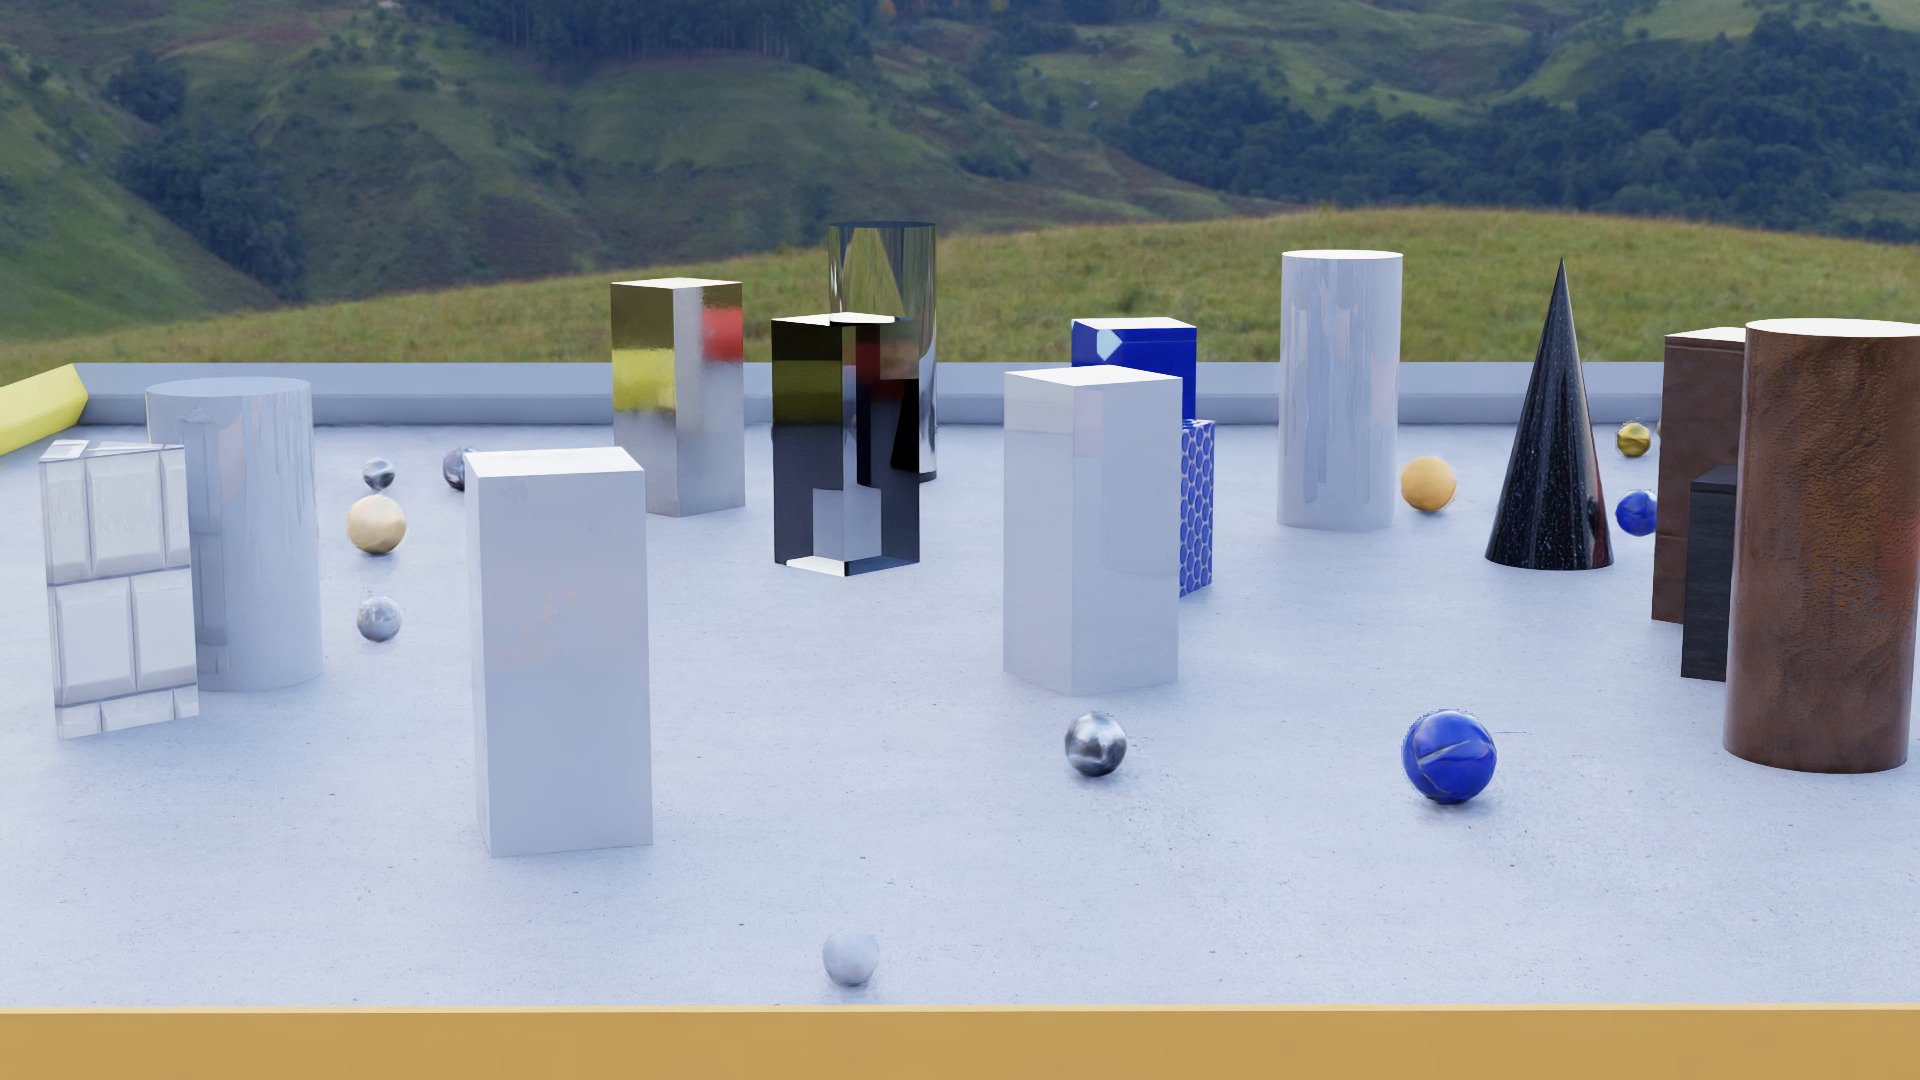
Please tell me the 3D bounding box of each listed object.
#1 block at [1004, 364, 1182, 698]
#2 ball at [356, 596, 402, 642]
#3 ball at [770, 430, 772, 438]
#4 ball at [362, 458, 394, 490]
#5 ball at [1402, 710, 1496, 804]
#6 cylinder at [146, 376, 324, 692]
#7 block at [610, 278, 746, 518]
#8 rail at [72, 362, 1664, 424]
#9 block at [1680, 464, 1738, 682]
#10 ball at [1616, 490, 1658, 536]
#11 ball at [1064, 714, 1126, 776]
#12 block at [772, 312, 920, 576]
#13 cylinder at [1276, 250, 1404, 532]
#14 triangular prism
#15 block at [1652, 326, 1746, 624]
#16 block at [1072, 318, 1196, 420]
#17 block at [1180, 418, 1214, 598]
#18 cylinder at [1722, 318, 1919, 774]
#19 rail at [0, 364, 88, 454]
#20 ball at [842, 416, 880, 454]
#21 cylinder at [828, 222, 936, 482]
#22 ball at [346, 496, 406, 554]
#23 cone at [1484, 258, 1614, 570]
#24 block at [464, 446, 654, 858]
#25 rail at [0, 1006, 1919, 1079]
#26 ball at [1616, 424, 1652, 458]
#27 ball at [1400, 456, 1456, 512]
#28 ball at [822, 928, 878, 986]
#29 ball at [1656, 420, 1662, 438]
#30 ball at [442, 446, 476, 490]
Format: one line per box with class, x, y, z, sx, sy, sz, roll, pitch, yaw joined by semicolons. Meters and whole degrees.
block;0.156;-0.015;3.049;0.151;0.364;0.151;-6;12;-30
ball;-0.738;0.101;3.261;0.058;0.058;0.058;0;11;0
ball;-0.303;-0.195;4.748;0.094;0.094;0.094;0;11;0
ball;-1.002;-0.113;4.420;0.053;0.053;0.053;0;11;0
ball;0.487;0.216;2.551;0.092;0.092;0.092;0;11;0
cylinder;-0.865;-0.011;3.067;0.189;0.348;0.189;0;11;0
block;-0.463;-0.237;4.220;0.151;0.371;0.151;9;14;41
rail;-0.010;-0.296;5.204;3.587;0.123;0.045;0;11;0
block;0.967;0.042;3.085;0.151;0.238;0.151;6;12;28
ball;0.989;-0.039;3.734;0.068;0.068;0.068;0;11;0
ball;0.140;0.212;2.648;0.065;0.065;0.065;0;11;0
block;-0.166;-0.143;3.747;0.151;0.359;0.151;10;15;44
cylinder;0.603;-0.241;4.088;0.189;0.427;0.189;0;11;0
triangular prism;-0.969;0.047;2.873;0.164;0.306;0.142;-10;14;-42
block;1.022;-0.081;3.364;0.151;0.377;0.151;10;15;44
block;0.259;-0.156;3.865;0.151;0.342;0.151;-2;11;-12
block;0.255;-0.047;3.582;0.151;0.231;0.151;5;12;27
cylinder;0.916;0.002;2.709;0.189;0.454;0.189;0;11;0
rail;-1.770;0.033;3.439;0.045;0.123;3.617;0;11;0
ball;-0.186;-0.196;4.818;0.071;0.071;0.071;0;11;0
cylinder;-0.136;-0.331;4.519;0.189;0.446;0.189;0;11;0
ball;-0.873;-0.023;3.839;0.089;0.089;0.089;0;11;0
cone;0.876;-0.194;3.772;0.189;0.451;0.189;0;11;0
block;-0.382;0.102;2.438;0.151;0.357;0.151;-3;11;-15
rail;0.010;0.359;1.695;3.587;0.123;0.045;0;11;0
ball;1.255;-0.186;4.780;0.064;0.064;0.064;0;11;0
ball;0.767;-0.092;4.205;0.091;0.091;0.091;0;11;0
ball;-0.087;0.333;2.050;0.045;0.045;0.045;0;11;0
ball;1.377;-0.216;4.986;0.047;0.047;0.047;0;11;0
ball;-0.853;-0.123;4.414;0.075;0.075;0.075;0;11;0
